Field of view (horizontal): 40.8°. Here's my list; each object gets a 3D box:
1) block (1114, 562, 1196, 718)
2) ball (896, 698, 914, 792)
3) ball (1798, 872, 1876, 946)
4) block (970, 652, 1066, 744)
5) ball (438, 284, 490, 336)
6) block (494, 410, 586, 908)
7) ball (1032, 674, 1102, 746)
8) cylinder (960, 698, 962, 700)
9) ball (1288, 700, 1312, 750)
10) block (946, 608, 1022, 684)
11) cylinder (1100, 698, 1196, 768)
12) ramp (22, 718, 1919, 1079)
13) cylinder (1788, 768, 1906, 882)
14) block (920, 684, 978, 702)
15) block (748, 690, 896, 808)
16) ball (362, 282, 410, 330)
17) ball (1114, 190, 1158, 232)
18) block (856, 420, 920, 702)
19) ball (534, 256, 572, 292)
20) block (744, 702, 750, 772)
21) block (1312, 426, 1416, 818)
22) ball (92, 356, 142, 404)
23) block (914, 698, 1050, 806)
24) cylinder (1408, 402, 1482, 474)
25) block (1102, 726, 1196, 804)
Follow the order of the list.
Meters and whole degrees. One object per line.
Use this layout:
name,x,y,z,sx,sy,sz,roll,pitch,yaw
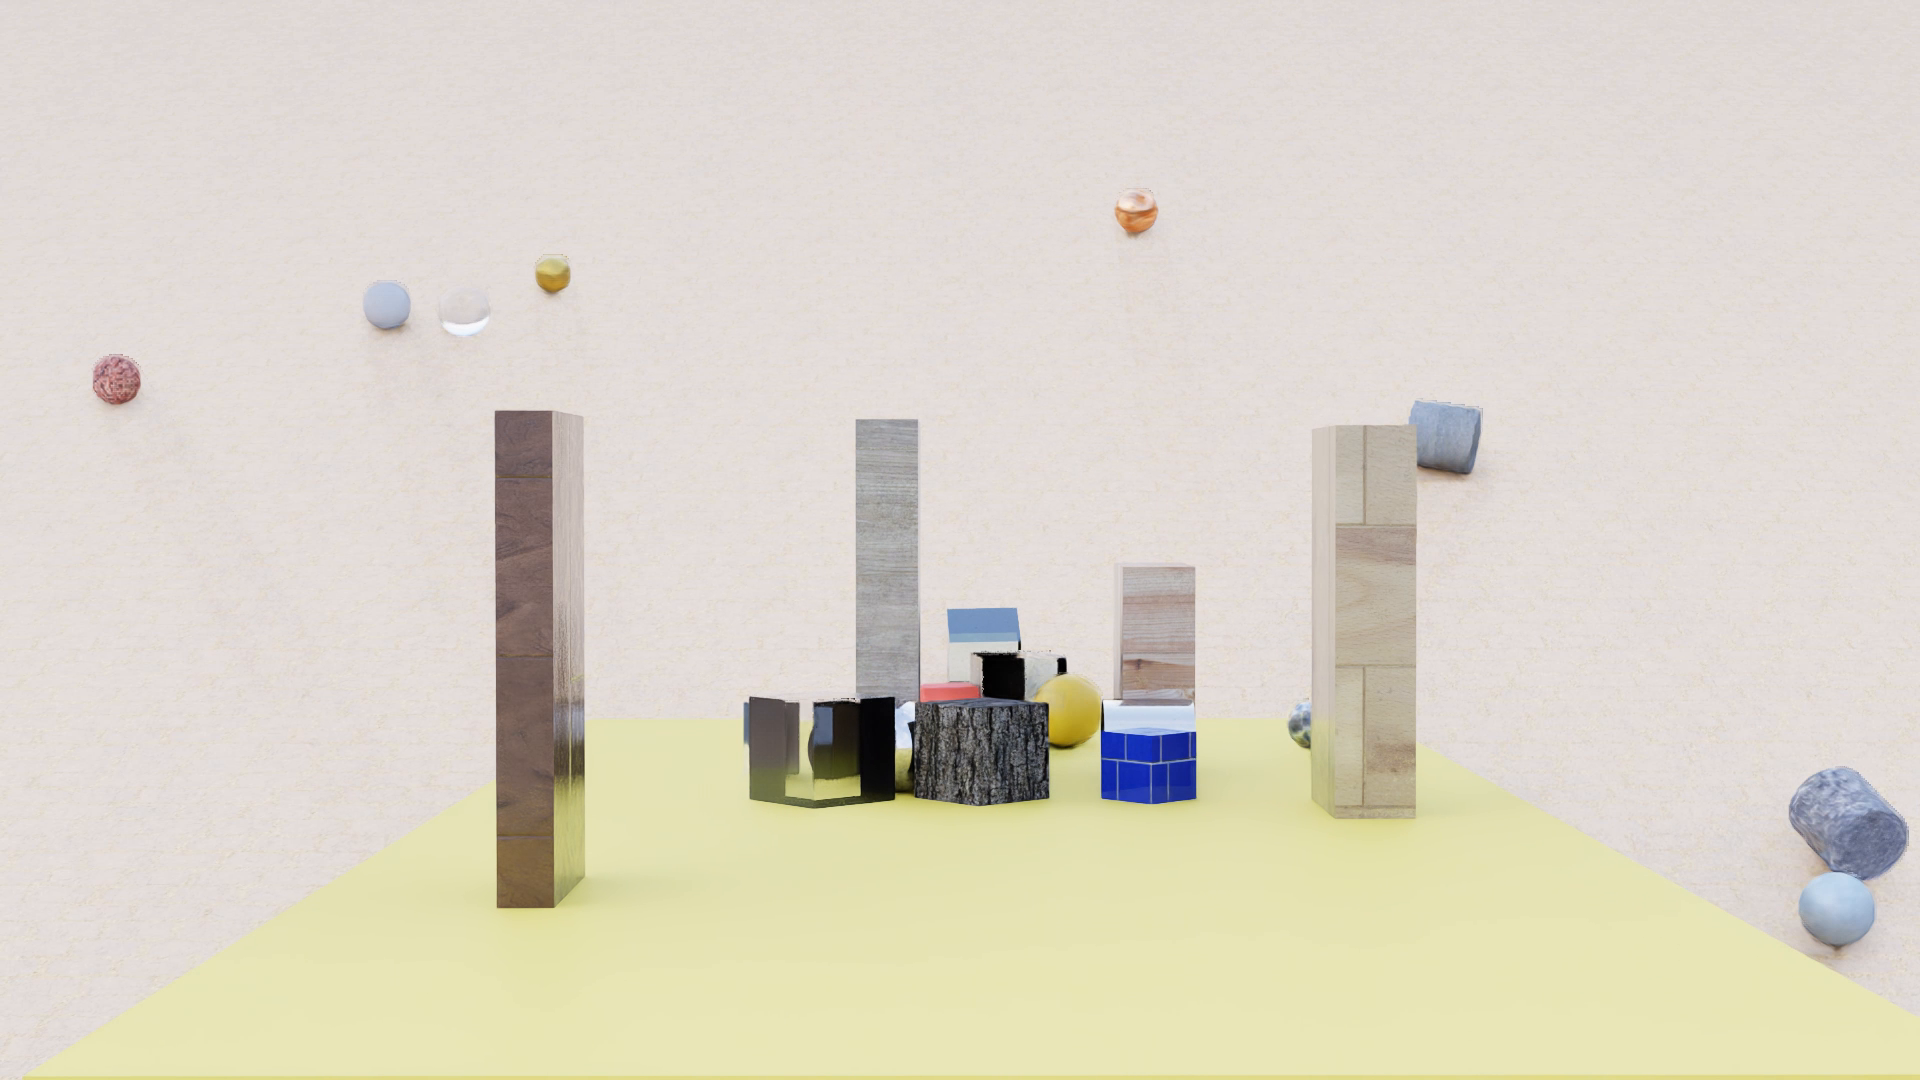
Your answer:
block,0.396,0.266,5.292,0.145,0.430,0.303,0,1,0
ball,-0.120,0.396,4.989,0.182,0.182,0.182,0,27,0
ball,1.984,0.835,5.841,0.165,0.165,0.165,0,27,0
block,0.136,0.368,6.025,0.197,0.197,0.197,0,1,-7
ball,-1.748,-0.808,9.091,0.183,0.183,0.183,0,27,0
block,-0.608,0.164,3.754,0.081,0.696,0.301,0,1,0
ball,0.244,0.388,5.858,0.164,0.164,0.164,0,27,0
cylinder,0.008,0.404,5.373,0.146,0.146,0.146,8,1,16
ball,0.791,0.415,5.807,0.110,0.110,0.110,0,27,0
block,0.062,0.308,6.865,0.187,0.187,0.187,-1,27,-2
cylinder,0.367,0.398,5.056,0.175,0.175,0.175,0,27,0
ramp,0.060,0.545,4.581,2.000,0.100,4.000,0,1,0
cylinder,2.100,0.674,6.111,0.195,0.195,0.195,-5,27,-11
block,-0.031,0.403,6.009,0.128,0.128,0.128,0,1,-10
block,-0.260,0.392,4.862,0.195,0.195,0.195,-1,2,-42
ball,-2.034,-0.832,9.155,0.168,0.168,0.168,0,27,0
ball,0.687,-1.280,10.048,0.169,0.169,0.169,0,27,0
block,-0.144,0.121,5.239,0.123,0.723,0.329,0,1,0
ball,-1.495,-0.976,9.481,0.134,0.134,0.134,0,27,0
block,-0.349,0.407,5.363,0.146,0.146,0.146,1,1,28
block,0.737,0.143,4.725,0.144,0.698,0.304,0,1,0
ball,-2.800,-0.529,8.566,0.157,0.157,0.157,0,27,0
block,0.042,0.399,4.888,0.181,0.181,0.181,-1,2,-42
cylinder,1.514,-0.321,8.093,0.203,0.203,0.203,10,28,16
block,0.357,0.425,4.879,0.128,0.128,0.128,-1,2,-45
